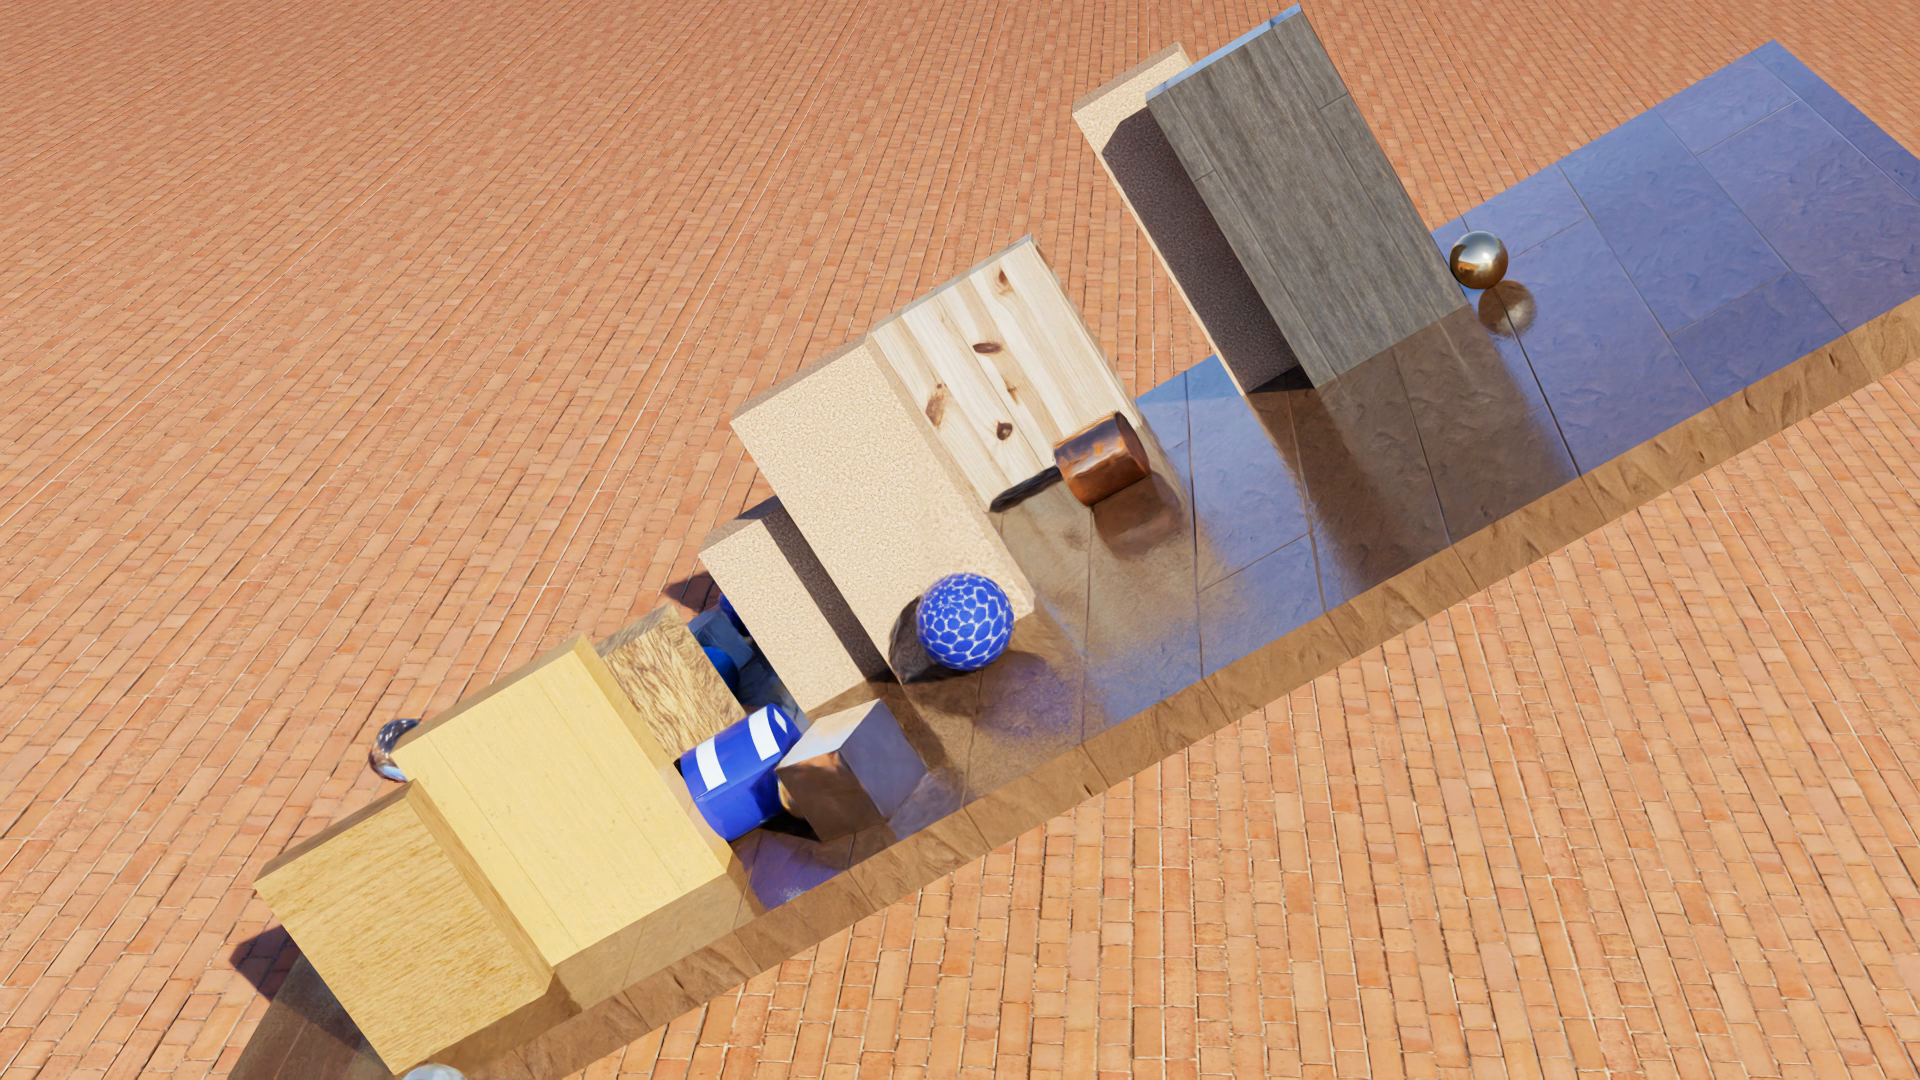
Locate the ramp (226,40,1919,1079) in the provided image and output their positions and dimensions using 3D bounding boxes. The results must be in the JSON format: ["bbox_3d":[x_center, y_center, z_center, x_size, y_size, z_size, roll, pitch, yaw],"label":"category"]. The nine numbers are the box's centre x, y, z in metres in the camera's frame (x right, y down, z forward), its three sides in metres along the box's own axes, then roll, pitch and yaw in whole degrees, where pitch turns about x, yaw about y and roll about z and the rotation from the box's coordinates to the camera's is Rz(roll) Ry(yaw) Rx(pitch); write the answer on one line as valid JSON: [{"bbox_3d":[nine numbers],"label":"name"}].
[{"bbox_3d":[0.141,0.169,6.288,4.000,0.100,2.000,-29,15,13],"label":"ramp"}]

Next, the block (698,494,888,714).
[{"bbox_3d":[-0.301,0.101,6.378,0.344,0.426,0.134,-29,15,13],"label":"block"}]

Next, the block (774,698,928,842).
[{"bbox_3d":[-0.206,0.438,5.594,0.174,0.174,0.174,-21,19,39],"label":"block"}]

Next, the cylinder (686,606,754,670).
[{"bbox_3d":[-0.590,0.254,7.041,0.138,0.138,0.138,-33,13,9],"label":"cylinder"}]

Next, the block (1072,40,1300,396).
[{"bbox_3d":[0.561,-0.719,6.603,0.271,0.749,0.141,-29,15,13],"label":"block"}]

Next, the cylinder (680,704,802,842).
[{"bbox_3d":[-0.418,0.465,5.887,0.204,0.204,0.204,-30,16,10],"label":"cylinder"}]

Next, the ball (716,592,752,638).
[{"bbox_3d":[-0.526,0.167,7.194,0.140,0.140,0.140,0,19,0],"label":"ball"}]

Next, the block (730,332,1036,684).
[{"bbox_3d":[-0.157,-0.064,6.135,0.327,0.669,0.107,-29,15,13],"label":"block"}]

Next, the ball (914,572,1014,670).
[{"bbox_3d":[0.009,0.165,5.976,0.202,0.202,0.202,0,19,0],"label":"ball"}]

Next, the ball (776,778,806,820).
[{"bbox_3d":[-0.293,0.480,5.723,0.132,0.132,0.132,0,19,0],"label":"ball"}]

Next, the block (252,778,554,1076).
[{"bbox_3d":[-1.087,0.760,5.762,0.365,0.483,0.095,-29,15,13],"label":"block"}]

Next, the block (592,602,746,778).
[{"bbox_3d":[-0.610,0.395,6.054,0.292,0.434,0.137,-29,15,13],"label":"block"}]

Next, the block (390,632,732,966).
[{"bbox_3d":[-0.782,0.519,5.797,0.435,0.541,0.097,-29,15,13],"label":"block"}]

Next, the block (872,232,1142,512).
[{"bbox_3d":[0.113,-0.392,6.940,0.435,0.514,0.085,-29,15,13],"label":"block"}]

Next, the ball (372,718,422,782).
[{"bbox_3d":[-1.538,0.580,8.143,0.175,0.175,0.175,0,19,0],"label":"ball"}]

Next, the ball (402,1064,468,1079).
[{"bbox_3d":[-0.982,1.057,5.494,0.155,0.155,0.155,0,19,0],"label":"ball"}]

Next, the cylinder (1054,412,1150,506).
[{"bbox_3d":[0.316,-0.180,6.540,0.158,0.158,0.158,-28,13,16],"label":"cylinder"}]

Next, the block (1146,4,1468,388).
[{"bbox_3d":[0.745,-0.734,6.311,0.375,0.730,0.108,-29,15,13],"label":"block"}]

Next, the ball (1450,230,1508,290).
[{"bbox_3d":[1.114,-0.601,6.314,0.126,0.126,0.126,0,19,0],"label":"ball"}]

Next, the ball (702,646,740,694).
[{"bbox_3d":[-0.583,0.320,6.815,0.144,0.144,0.144,0,19,0],"label":"ball"}]
